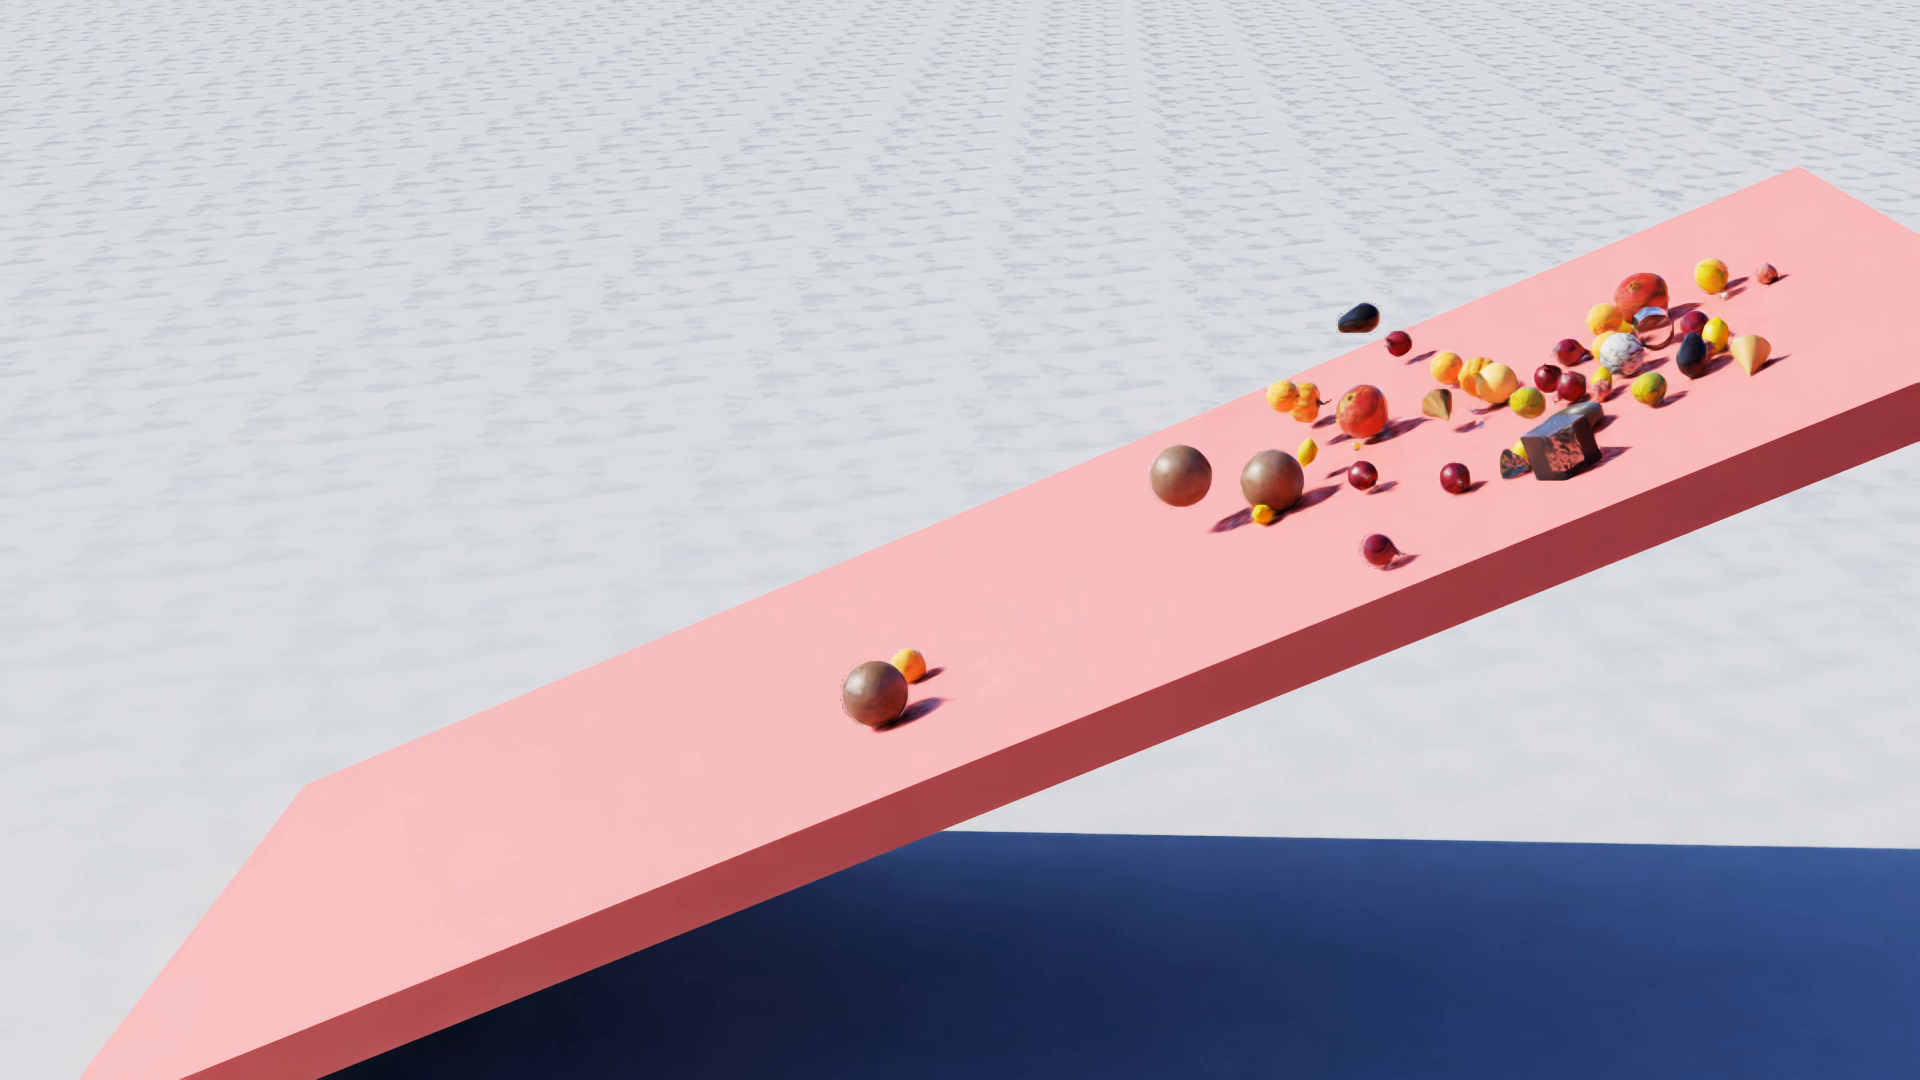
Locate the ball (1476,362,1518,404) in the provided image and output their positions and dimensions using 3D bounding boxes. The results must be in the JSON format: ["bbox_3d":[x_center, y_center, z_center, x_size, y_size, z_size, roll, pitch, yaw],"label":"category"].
[{"bbox_3d":[1.108,-0.323,6.074,0.086,0.086,0.086,0,15,0],"label":"ball"}]

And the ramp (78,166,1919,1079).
[{"bbox_3d":[0.130,0.171,6.285,4.000,0.100,2.000,-22,13,8],"label":"ramp"}]

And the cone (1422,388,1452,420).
[{"bbox_3d":[0.987,-0.262,6.000,0.069,0.069,0.069,-4,37,-15],"label":"cone"}]

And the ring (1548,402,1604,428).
[{"bbox_3d":[1.176,-0.226,5.653,0.129,0.043,0.129,-25,9,4],"label":"ring"}]

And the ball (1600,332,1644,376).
[{"bbox_3d":[1.322,-0.370,5.870,0.088,0.088,0.088,0,15,0],"label":"ball"}]

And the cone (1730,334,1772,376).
[{"bbox_3d":[1.487,-0.332,5.534,0.076,0.076,0.076,3,49,13],"label":"cone"}]

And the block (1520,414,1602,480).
[{"bbox_3d":[1.111,-0.171,5.435,0.090,0.090,0.090,-30,14,-23],"label":"block"}]
